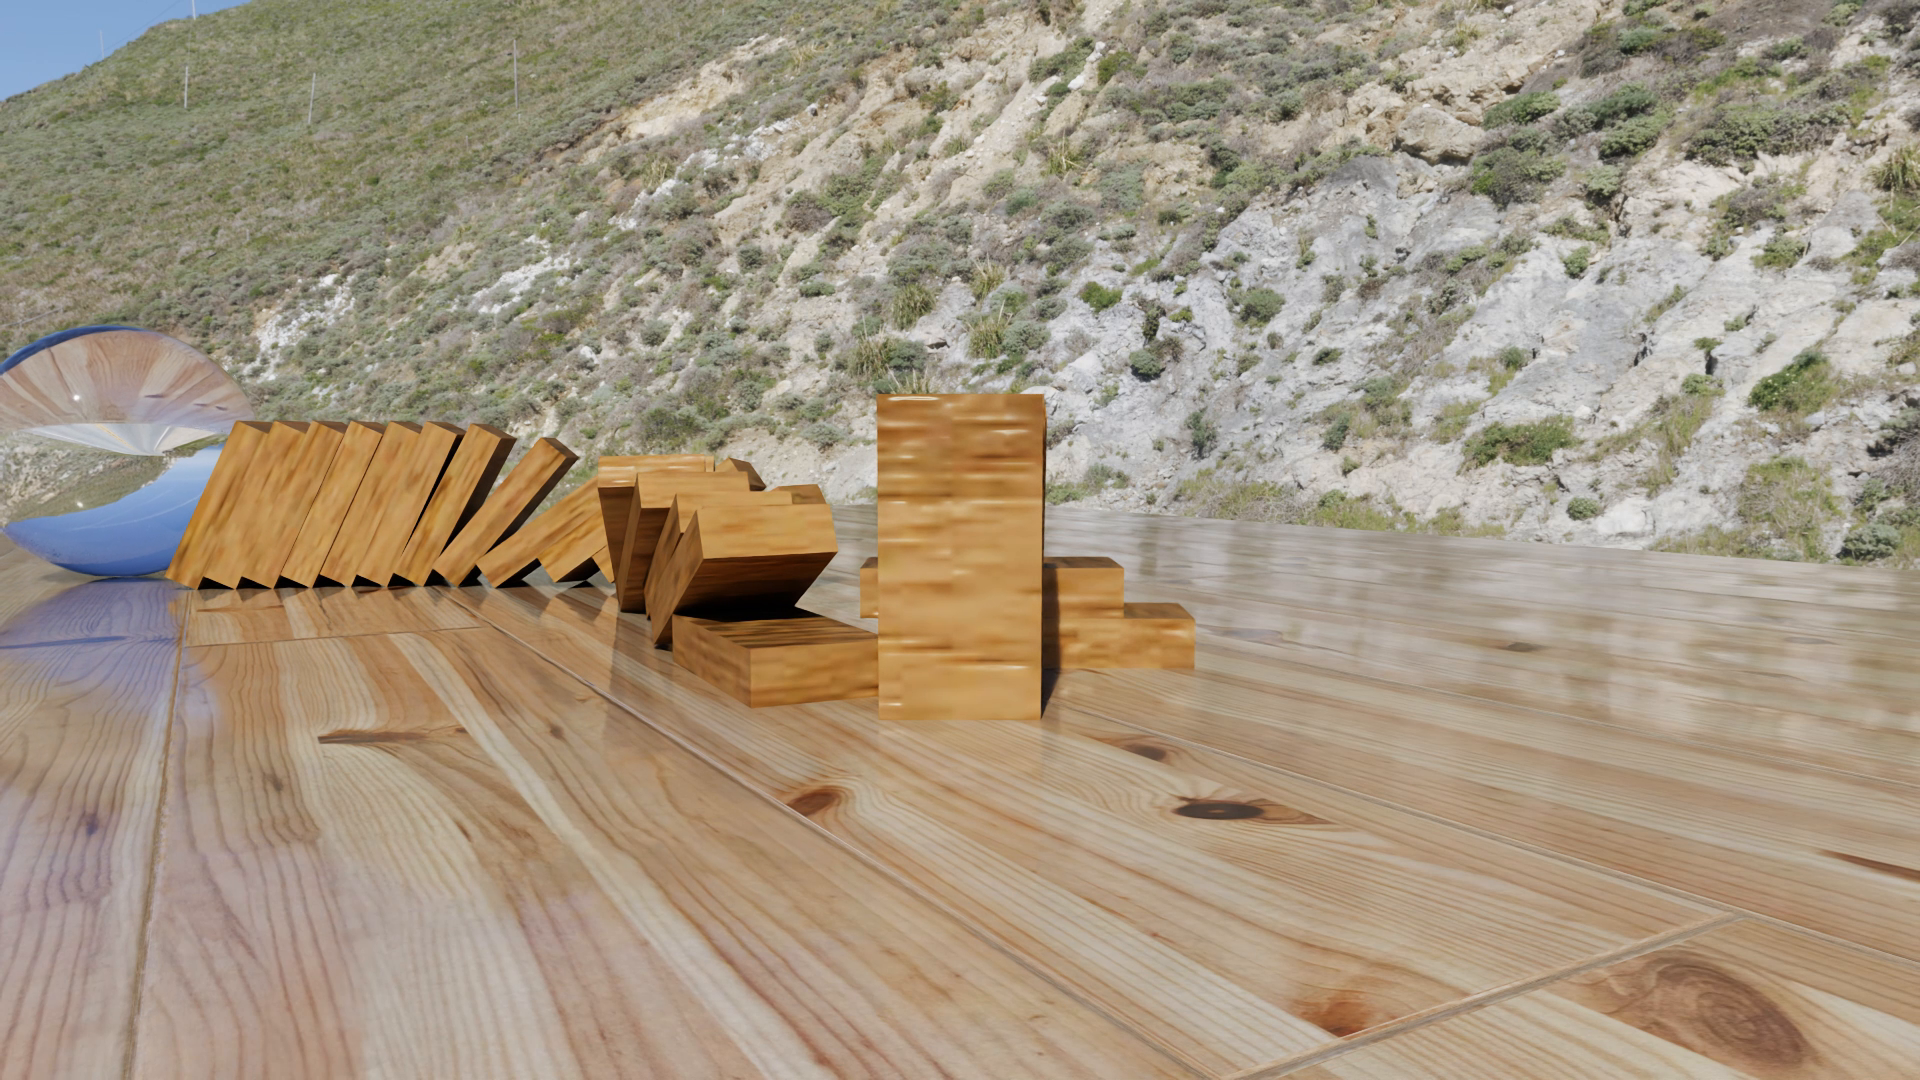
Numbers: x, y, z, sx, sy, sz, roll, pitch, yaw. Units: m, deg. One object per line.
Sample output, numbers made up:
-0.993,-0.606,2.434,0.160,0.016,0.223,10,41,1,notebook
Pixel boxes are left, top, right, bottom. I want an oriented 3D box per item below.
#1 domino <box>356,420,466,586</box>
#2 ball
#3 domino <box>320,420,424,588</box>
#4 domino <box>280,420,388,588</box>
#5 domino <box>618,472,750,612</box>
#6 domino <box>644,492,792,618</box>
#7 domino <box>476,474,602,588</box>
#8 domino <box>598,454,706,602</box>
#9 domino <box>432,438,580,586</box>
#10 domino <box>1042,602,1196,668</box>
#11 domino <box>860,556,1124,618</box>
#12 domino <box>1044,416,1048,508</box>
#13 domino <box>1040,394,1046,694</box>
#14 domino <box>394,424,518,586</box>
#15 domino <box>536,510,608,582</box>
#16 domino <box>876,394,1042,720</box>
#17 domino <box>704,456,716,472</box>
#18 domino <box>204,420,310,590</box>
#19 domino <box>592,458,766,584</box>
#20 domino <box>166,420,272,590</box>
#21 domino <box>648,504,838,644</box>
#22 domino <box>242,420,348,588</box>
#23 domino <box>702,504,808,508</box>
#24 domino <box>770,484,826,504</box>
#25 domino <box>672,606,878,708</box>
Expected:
-0.166,-0.012,0.393,0.010,0.050,0.025,25,0,-9,domino
-0.268,-0.028,0.409,0.080,0.080,0.080,0,4,0,ball
-0.177,-0.012,0.393,0.010,0.050,0.025,25,0,-9,domino
-0.187,-0.011,0.390,0.010,0.050,0.025,25,0,-9,domino
-0.068,0.001,0.312,0.025,0.009,0.050,-2,-30,-22,domino
-0.057,0.004,0.297,0.025,0.010,0.050,-1,-24,-23,domino
-0.120,-0.005,0.389,0.050,0.009,0.025,-35,4,2,domino
-0.077,-0.002,0.328,0.025,0.009,0.050,-2,-36,-10,domino
-0.139,-0.009,0.393,0.010,0.050,0.025,40,-2,-9,domino
0.020,0.019,0.256,0.050,0.010,0.025,0,4,2,domino
0.006,0.009,0.256,0.050,0.010,0.025,0,4,0,domino
0.002,0.000,0.229,0.025,0.050,0.009,0,25,1,domino
0.001,0.001,0.216,0.025,0.050,0.010,0,19,2,domino
-0.154,-0.011,0.394,0.009,0.050,0.025,28,0,-9,domino
-0.100,-0.006,0.386,0.050,0.009,0.025,-35,-3,4,domino
0.000,0.002,0.200,0.025,0.050,0.010,0,6,1,domino
-0.077,-0.003,0.345,0.025,0.009,0.050,-1,-36,-7,domino
-0.208,-0.011,0.387,0.010,0.050,0.025,25,1,-9,domino
-0.084,-0.006,0.386,0.050,0.010,0.025,-35,-3,4,domino
-0.218,-0.011,0.385,0.009,0.050,0.025,25,0,-9,domino
-0.044,0.008,0.253,0.025,0.010,0.050,-3,-21,-25,domino
-0.197,-0.011,0.388,0.010,0.050,0.025,25,0,-9,domino
-0.047,0.007,0.279,0.025,0.009,0.050,-2,-21,-22,domino
-0.066,-0.001,0.377,0.050,0.009,0.025,-26,-5,19,domino
-0.034,0.020,0.234,0.025,0.009,0.050,-2,5,-27,domino
